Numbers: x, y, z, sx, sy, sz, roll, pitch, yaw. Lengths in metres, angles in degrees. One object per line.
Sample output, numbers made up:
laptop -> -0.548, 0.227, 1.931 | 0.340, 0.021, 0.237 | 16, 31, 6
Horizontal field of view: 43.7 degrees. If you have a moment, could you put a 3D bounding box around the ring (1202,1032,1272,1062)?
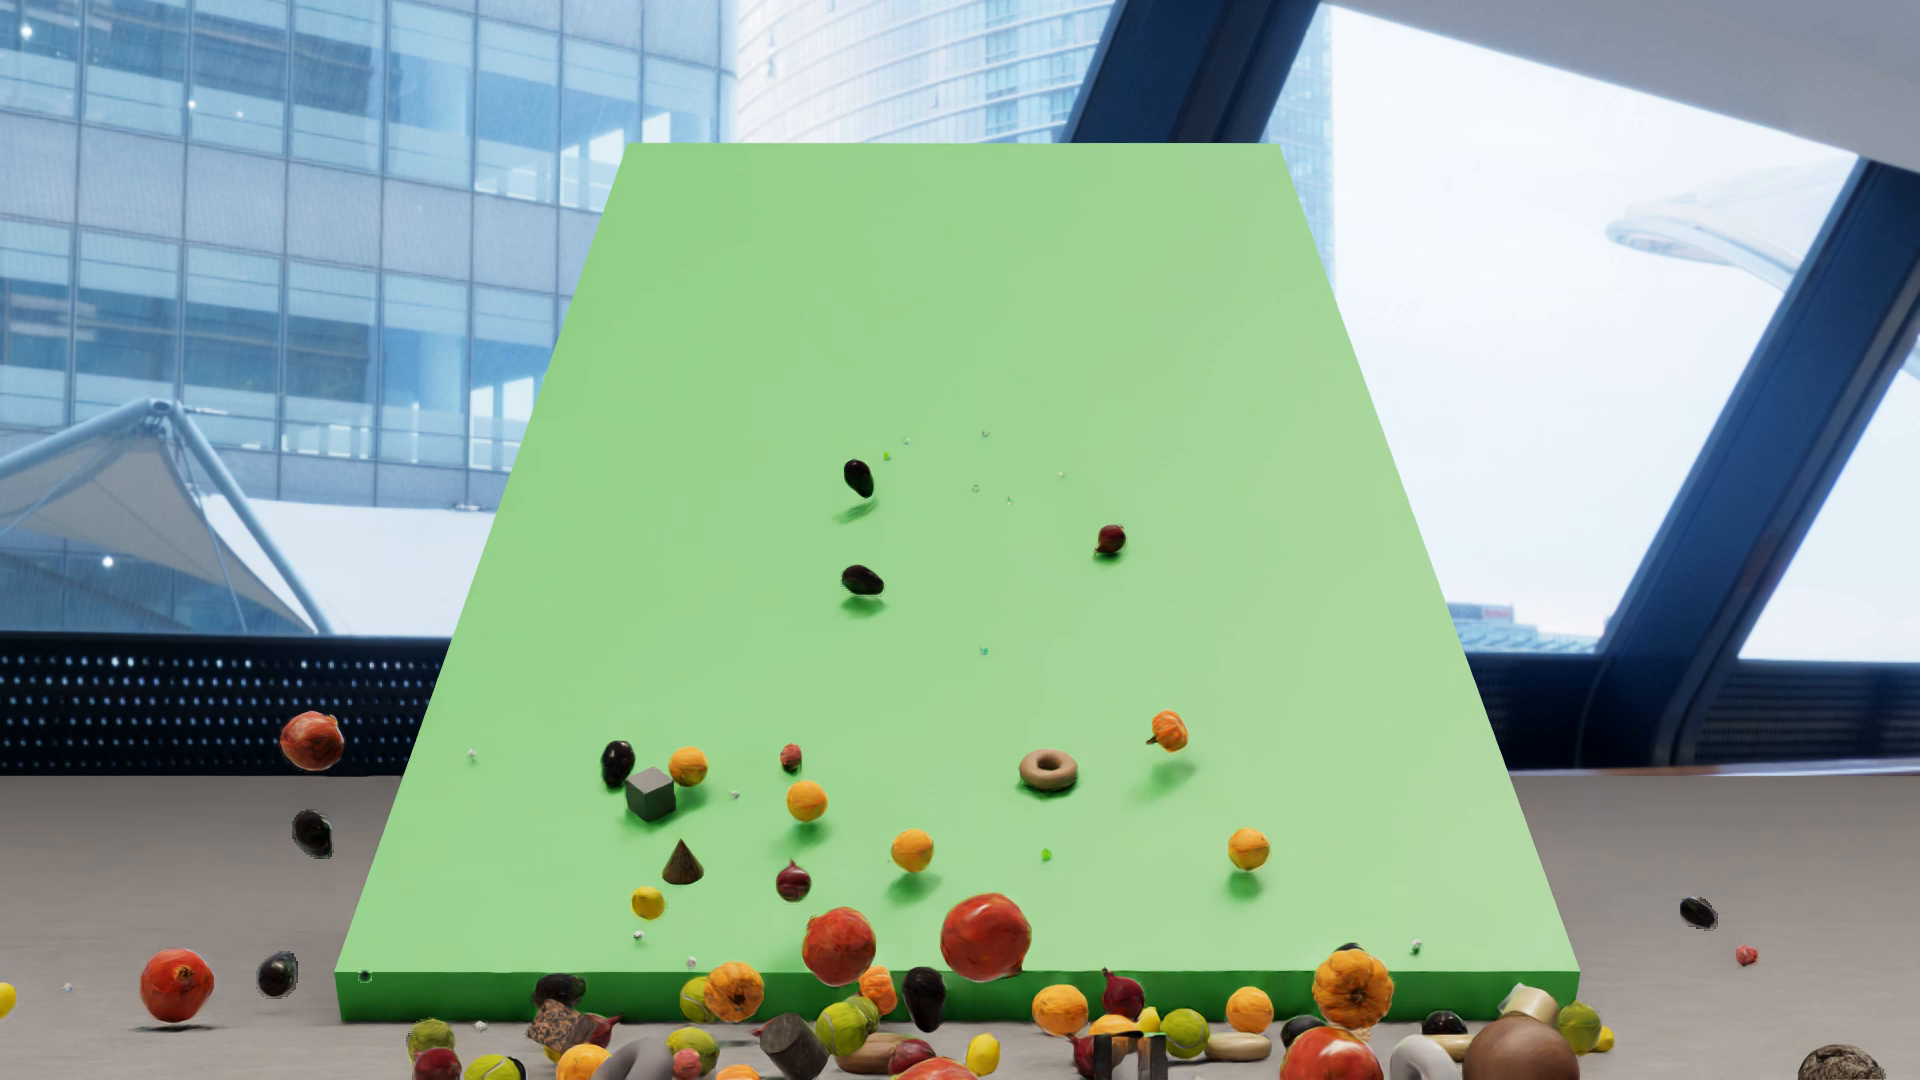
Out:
ring -> 0.391, 0.715, 3.375 | 0.098, 0.033, 0.098 | 0, -4, 0

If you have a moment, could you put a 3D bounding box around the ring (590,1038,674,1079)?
ring -> -0.366, 0.599, 2.608 | 0.044, 0.133, 0.133 | 48, -24, -16

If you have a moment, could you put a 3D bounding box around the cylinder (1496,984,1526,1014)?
cylinder -> 0.835, 0.695, 3.555 | 0.053, 0.053, 0.053 | 42, 9, 19

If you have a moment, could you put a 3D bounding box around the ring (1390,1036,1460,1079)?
ring -> 0.520, 0.606, 2.671 | 0.036, 0.109, 0.109 | -13, 1, -26

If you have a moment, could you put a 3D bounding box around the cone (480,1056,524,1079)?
cone -> -0.557, 0.679, 2.970 | 0.058, 0.058, 0.058 | -2, -41, 20

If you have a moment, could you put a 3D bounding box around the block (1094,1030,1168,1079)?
block -> 0.220, 0.669, 3.079 | 0.067, 0.067, 0.067 | -4, -7, 39

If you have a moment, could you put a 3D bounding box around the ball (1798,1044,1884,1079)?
ball -> 1.001, 0.621, 2.722 | 0.095, 0.095, 0.095 | 0, -5, 0

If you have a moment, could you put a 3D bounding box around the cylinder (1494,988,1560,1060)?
cylinder -> 0.782, 0.666, 3.300 | 0.072, 0.072, 0.072 | -3, 16, 32

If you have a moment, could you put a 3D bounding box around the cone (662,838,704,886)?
cone -> -0.471, 0.534, 4.055 | 0.072, 0.072, 0.072 | 0, 29, 0

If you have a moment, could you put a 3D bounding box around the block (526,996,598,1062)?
block -> -0.533, 0.656, 3.210 | 0.058, 0.058, 0.058 | 19, -17, 24

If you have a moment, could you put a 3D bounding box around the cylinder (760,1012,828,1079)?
cylinder -> -0.207, 0.637, 3.001 | 0.063, 0.063, 0.063 | -5, -49, 41

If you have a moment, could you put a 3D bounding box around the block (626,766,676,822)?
block -> -0.546, 0.448, 4.223 | 0.062, 0.062, 0.062 | -22, 36, -35

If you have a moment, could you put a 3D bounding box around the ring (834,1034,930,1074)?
ring -> -0.106, 0.697, 3.246 | 0.131, 0.044, 0.131 | 0, -4, 0

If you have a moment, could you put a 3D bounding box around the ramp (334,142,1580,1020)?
ramp -> -0.012, -0.220, 5.623 | 2.000, 0.100, 4.000 | 0, 29, 0

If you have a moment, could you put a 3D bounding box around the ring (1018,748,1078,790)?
ring -> 0.160, 0.414, 4.318 | 0.109, 0.036, 0.109 | 0, 27, 0

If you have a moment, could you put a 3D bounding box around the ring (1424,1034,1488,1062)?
ring -> 0.693, 0.714, 3.363 | 0.099, 0.033, 0.099 | 1, -6, 0

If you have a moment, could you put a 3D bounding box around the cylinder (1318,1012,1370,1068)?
cylinder -> 0.522, 0.678, 3.248 | 0.055, 0.055, 0.055 | 1, -42, -14
